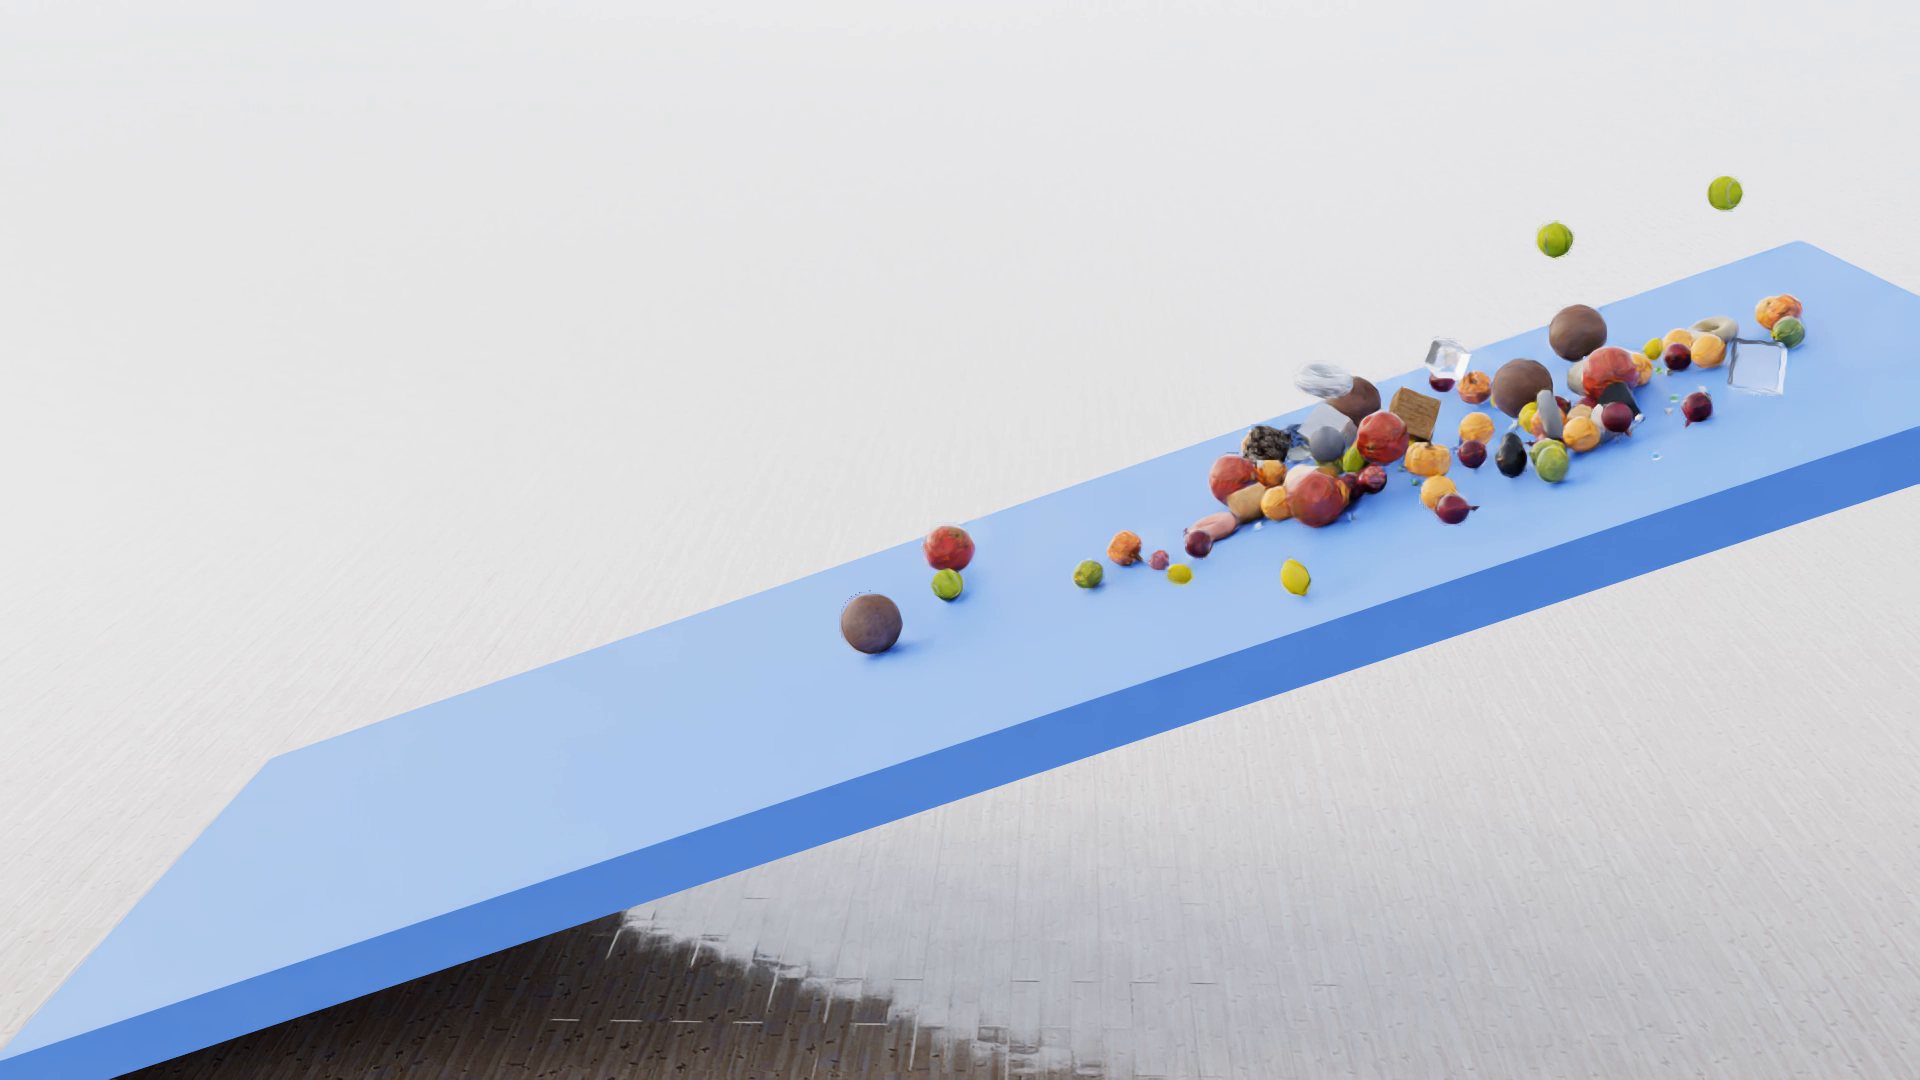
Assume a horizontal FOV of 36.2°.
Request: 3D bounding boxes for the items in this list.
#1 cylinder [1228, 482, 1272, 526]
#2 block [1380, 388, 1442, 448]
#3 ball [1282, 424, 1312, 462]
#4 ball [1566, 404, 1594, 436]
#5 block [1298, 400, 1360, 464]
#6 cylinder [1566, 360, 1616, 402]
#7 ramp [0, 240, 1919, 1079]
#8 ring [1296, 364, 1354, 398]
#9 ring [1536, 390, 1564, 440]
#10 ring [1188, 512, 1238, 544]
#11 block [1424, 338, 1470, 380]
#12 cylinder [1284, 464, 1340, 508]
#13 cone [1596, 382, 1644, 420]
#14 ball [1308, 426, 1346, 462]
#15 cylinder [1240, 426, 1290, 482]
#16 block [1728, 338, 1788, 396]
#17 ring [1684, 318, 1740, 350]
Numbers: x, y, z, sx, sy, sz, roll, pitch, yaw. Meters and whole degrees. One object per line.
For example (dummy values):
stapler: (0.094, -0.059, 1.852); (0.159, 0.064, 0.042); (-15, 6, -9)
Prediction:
cylinder: (0.612, -0.076, 6.206); (0.071, 0.071, 0.071); (-22, 17, -10)
block: (0.961, -0.260, 6.268); (0.090, 0.090, 0.090); (20, -11, 0)
ball: (0.757, -0.219, 6.600); (0.087, 0.087, 0.087); (0, 12, 0)
ball: (1.251, -0.241, 5.911); (0.061, 0.061, 0.061); (0, 12, 0)
block: (0.802, -0.233, 6.383); (0.085, 0.085, 0.085); (35, -5, 32)
cylinder: (1.322, -0.332, 6.158); (0.074, 0.074, 0.074); (-6, 18, -24)
ramp: (0.111, 0.178, 6.301); (4.000, 0.100, 2.000); (-19, 11, 6)
ring: (0.766, -0.336, 6.190); (0.123, 0.041, 0.123); (5, 27, -3)
ring: (1.048, -0.223, 5.225); (0.031, 0.092, 0.092); (-15, 11, 6)
ring: (0.531, -0.024, 6.186); (0.112, 0.037, 0.112); (-22, 13, 5)
block: (1.077, -0.399, 6.501); (0.064, 0.064, 0.064); (5, 28, -24)
cylinder: (0.733, -0.112, 6.123); (0.086, 0.086, 0.086); (-6, 6, -25)
cone: (1.340, -0.259, 5.895); (0.091, 0.091, 0.091); (-9, 31, -34)
ball: (0.760, -0.198, 6.096); (0.076, 0.076, 0.076); (0, 12, 0)
cylinder: (0.673, -0.192, 6.489); (0.092, 0.092, 0.092); (18, -17, 6)
block: (1.526, -0.330, 5.628); (0.091, 0.091, 0.091); (7, -3, 23)
ring: (1.606, -0.441, 6.283); (0.116, 0.039, 0.116); (-17, 22, 7)
